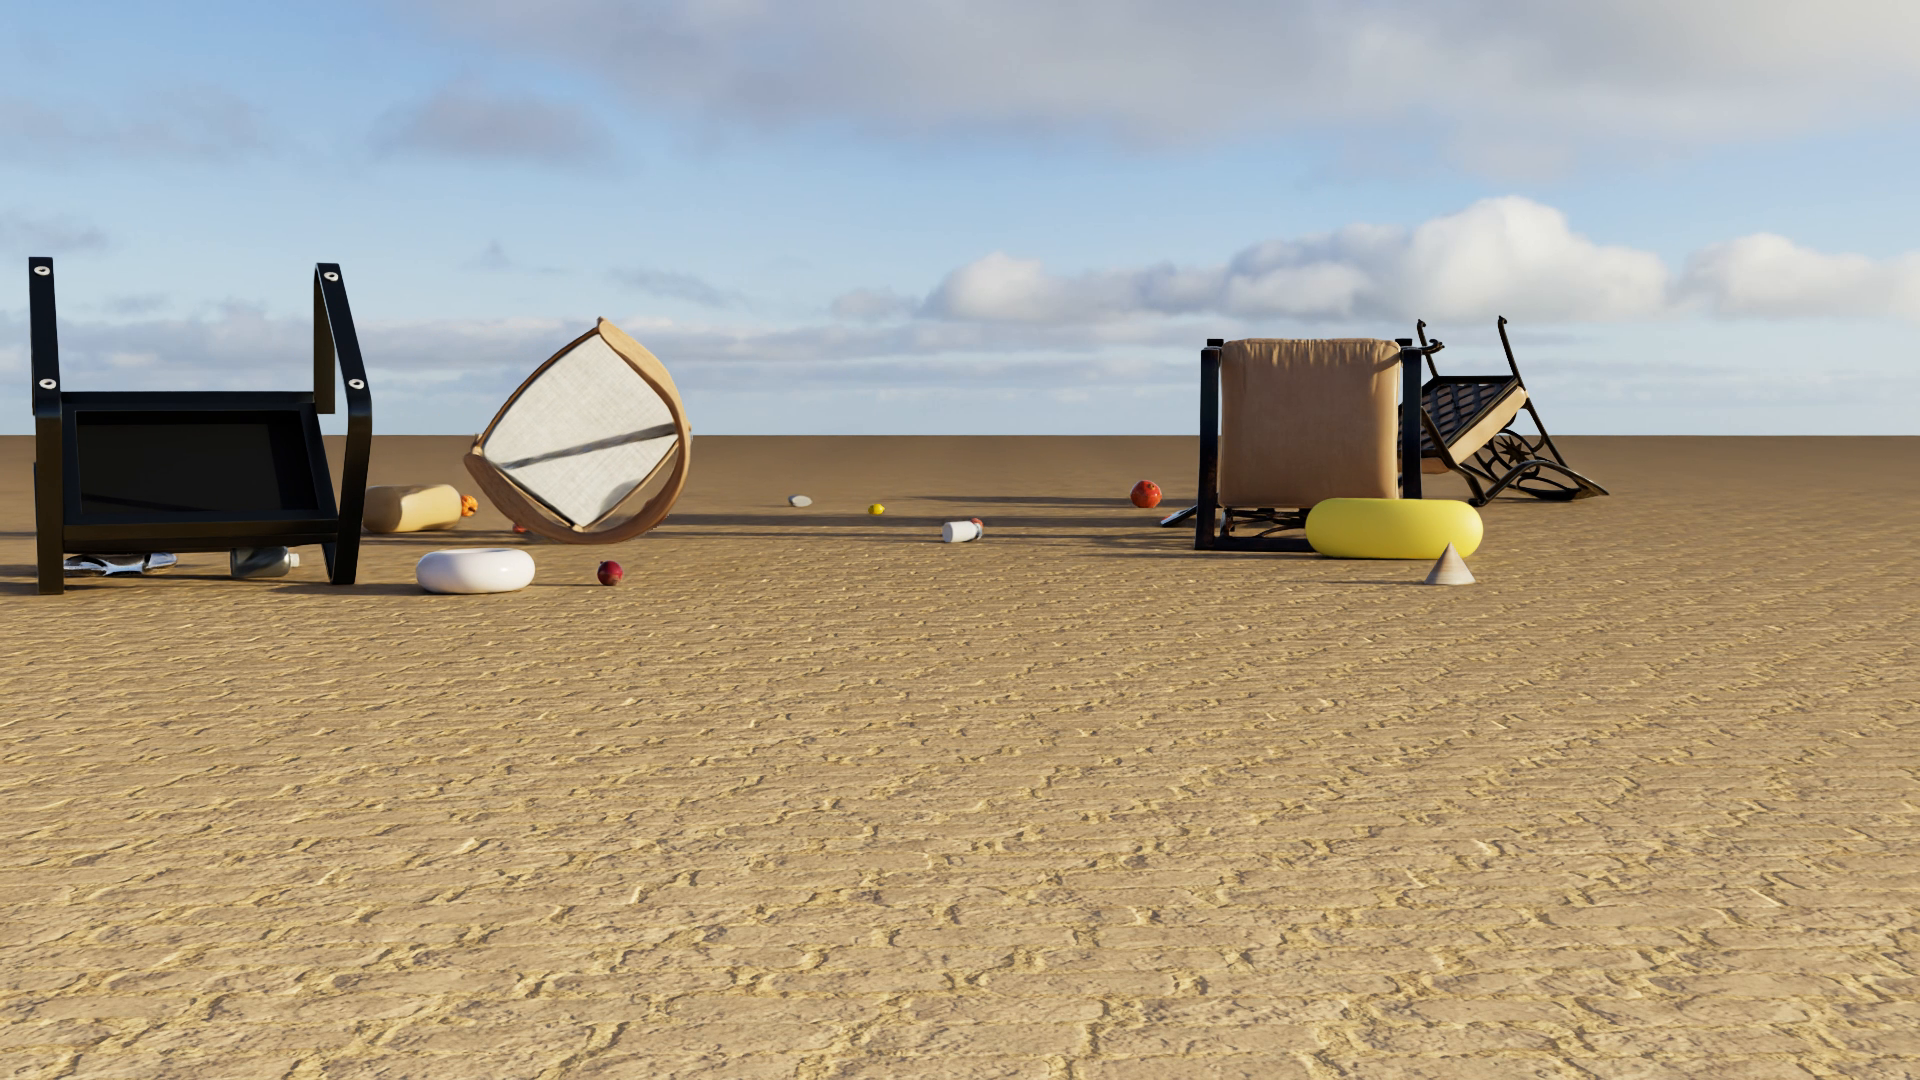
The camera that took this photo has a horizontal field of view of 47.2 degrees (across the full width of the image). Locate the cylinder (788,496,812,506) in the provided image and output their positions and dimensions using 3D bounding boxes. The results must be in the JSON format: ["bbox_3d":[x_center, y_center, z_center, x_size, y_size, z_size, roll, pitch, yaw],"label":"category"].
[{"bbox_3d":[-0.615,-0.150,8.440,0.076,0.039,0.071,6,2,-20],"label":"cylinder"}]

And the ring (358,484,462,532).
[{"bbox_3d":[-1.738,-0.101,6.963,0.150,0.147,0.435,-1,2,30],"label":"ring"}]

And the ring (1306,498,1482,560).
[{"bbox_3d":[1.153,-0.029,5.846,0.465,0.159,0.194,1,2,7],"label":"ring"}]

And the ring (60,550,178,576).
[{"bbox_3d":[-2.050,0.057,5.365,0.188,0.048,0.308,3,5,31],"label":"ring"}]

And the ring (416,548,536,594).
[{"bbox_3d":[-1.080,0.068,4.907,0.257,0.089,0.297,-1,3,6],"label":"ring"}]

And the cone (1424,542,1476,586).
[{"bbox_3d":[1.133,0.051,5.087,0.169,0.098,0.076,-3,5,-39],"label":"cone"}]
